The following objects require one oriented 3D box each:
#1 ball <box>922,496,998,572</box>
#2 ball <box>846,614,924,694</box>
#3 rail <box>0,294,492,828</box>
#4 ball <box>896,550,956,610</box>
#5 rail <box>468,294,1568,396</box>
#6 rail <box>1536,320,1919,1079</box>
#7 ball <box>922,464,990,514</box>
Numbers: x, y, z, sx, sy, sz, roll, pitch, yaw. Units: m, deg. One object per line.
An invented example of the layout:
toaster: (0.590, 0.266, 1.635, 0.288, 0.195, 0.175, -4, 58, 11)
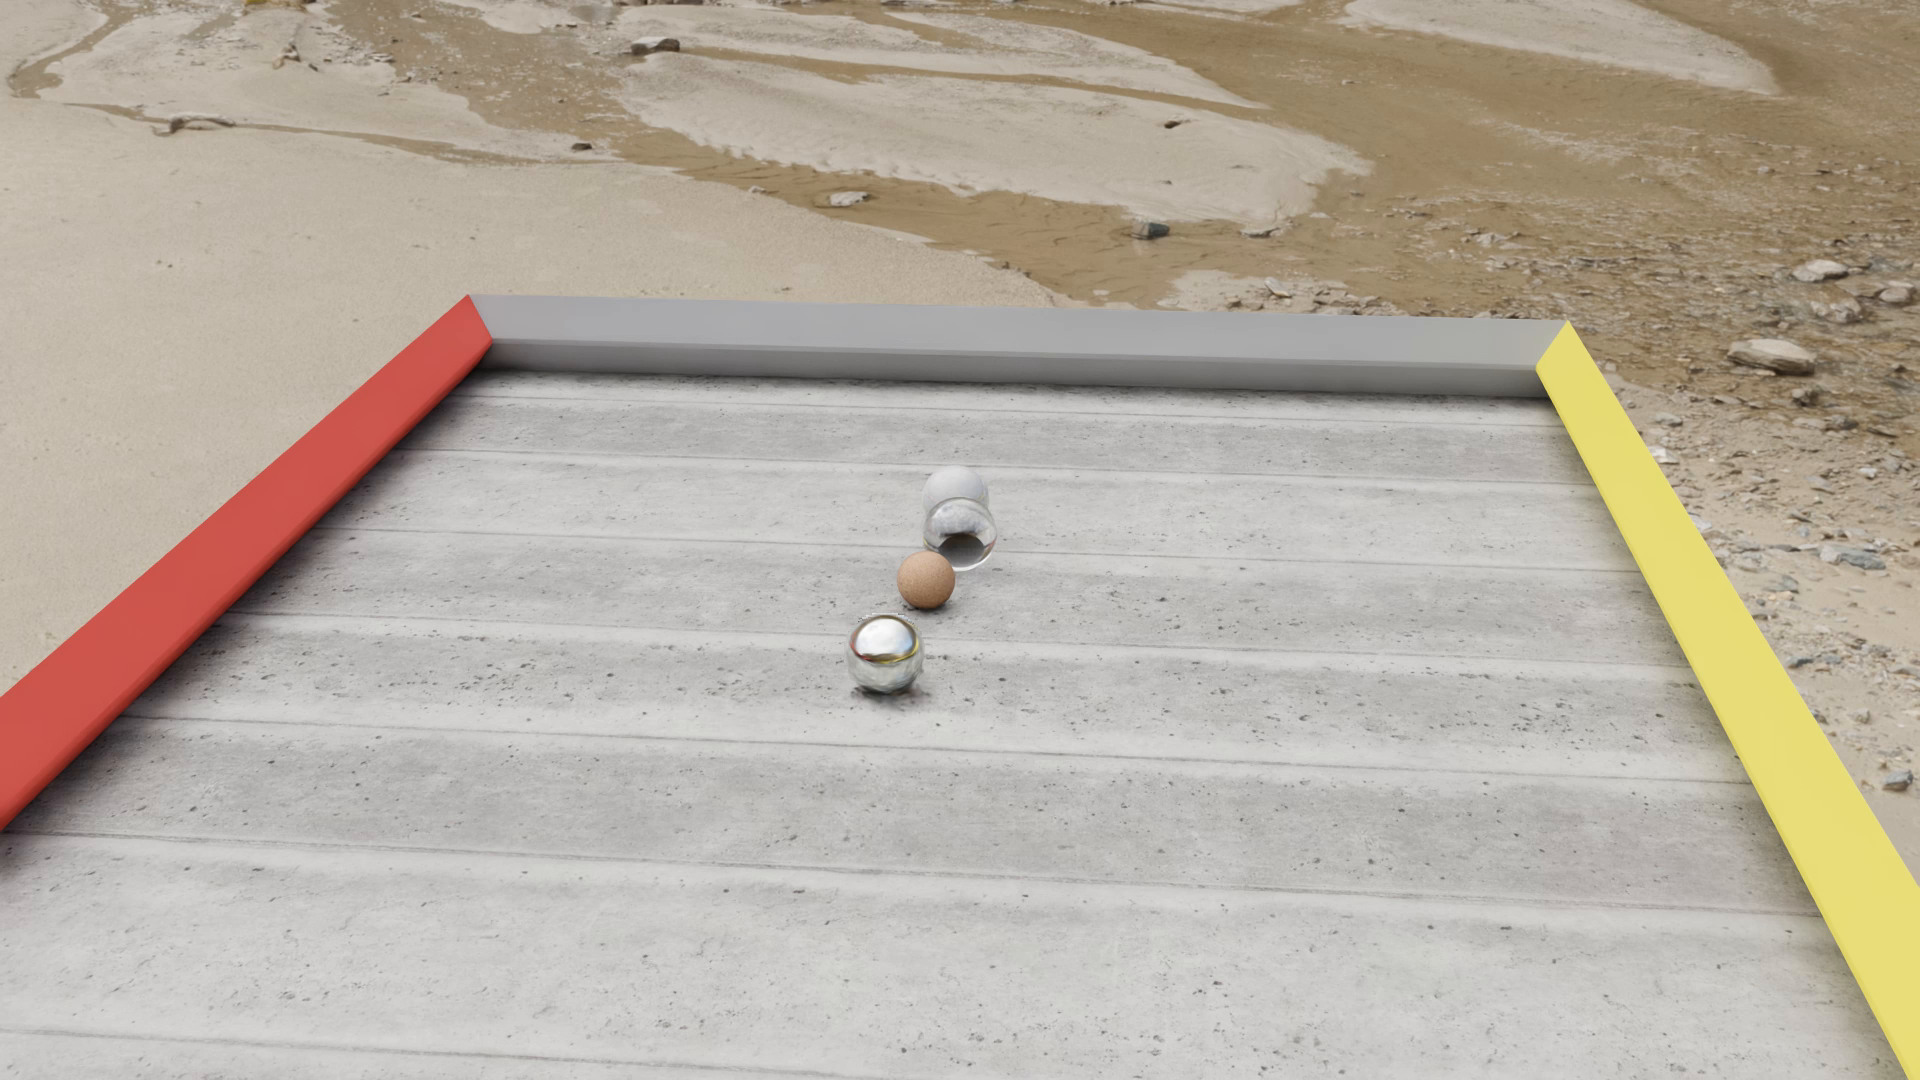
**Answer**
ball: (0.000, -0.007, 2.386, 0.082, 0.082, 0.082, 0, 21, 0)
ball: (-0.071, 0.109, 2.100, 0.075, 0.075, 0.075, 0, 21, 0)
rail: (-0.791, 0.212, 1.787, 0.045, 0.107, 2.797, 2, 21, 5)
ball: (-0.035, 0.042, 2.291, 0.061, 0.061, 0.061, 0, 21, 0)
rail: (0.061, -0.260, 3.001, 1.509, 0.107, 0.045, 2, 21, 5)
rail: (0.665, 0.260, 1.664, 0.045, 0.107, 2.797, 2, 21, 5)
ball: (-0.005, -0.046, 2.495, 0.077, 0.077, 0.077, 0, 21, 0)
